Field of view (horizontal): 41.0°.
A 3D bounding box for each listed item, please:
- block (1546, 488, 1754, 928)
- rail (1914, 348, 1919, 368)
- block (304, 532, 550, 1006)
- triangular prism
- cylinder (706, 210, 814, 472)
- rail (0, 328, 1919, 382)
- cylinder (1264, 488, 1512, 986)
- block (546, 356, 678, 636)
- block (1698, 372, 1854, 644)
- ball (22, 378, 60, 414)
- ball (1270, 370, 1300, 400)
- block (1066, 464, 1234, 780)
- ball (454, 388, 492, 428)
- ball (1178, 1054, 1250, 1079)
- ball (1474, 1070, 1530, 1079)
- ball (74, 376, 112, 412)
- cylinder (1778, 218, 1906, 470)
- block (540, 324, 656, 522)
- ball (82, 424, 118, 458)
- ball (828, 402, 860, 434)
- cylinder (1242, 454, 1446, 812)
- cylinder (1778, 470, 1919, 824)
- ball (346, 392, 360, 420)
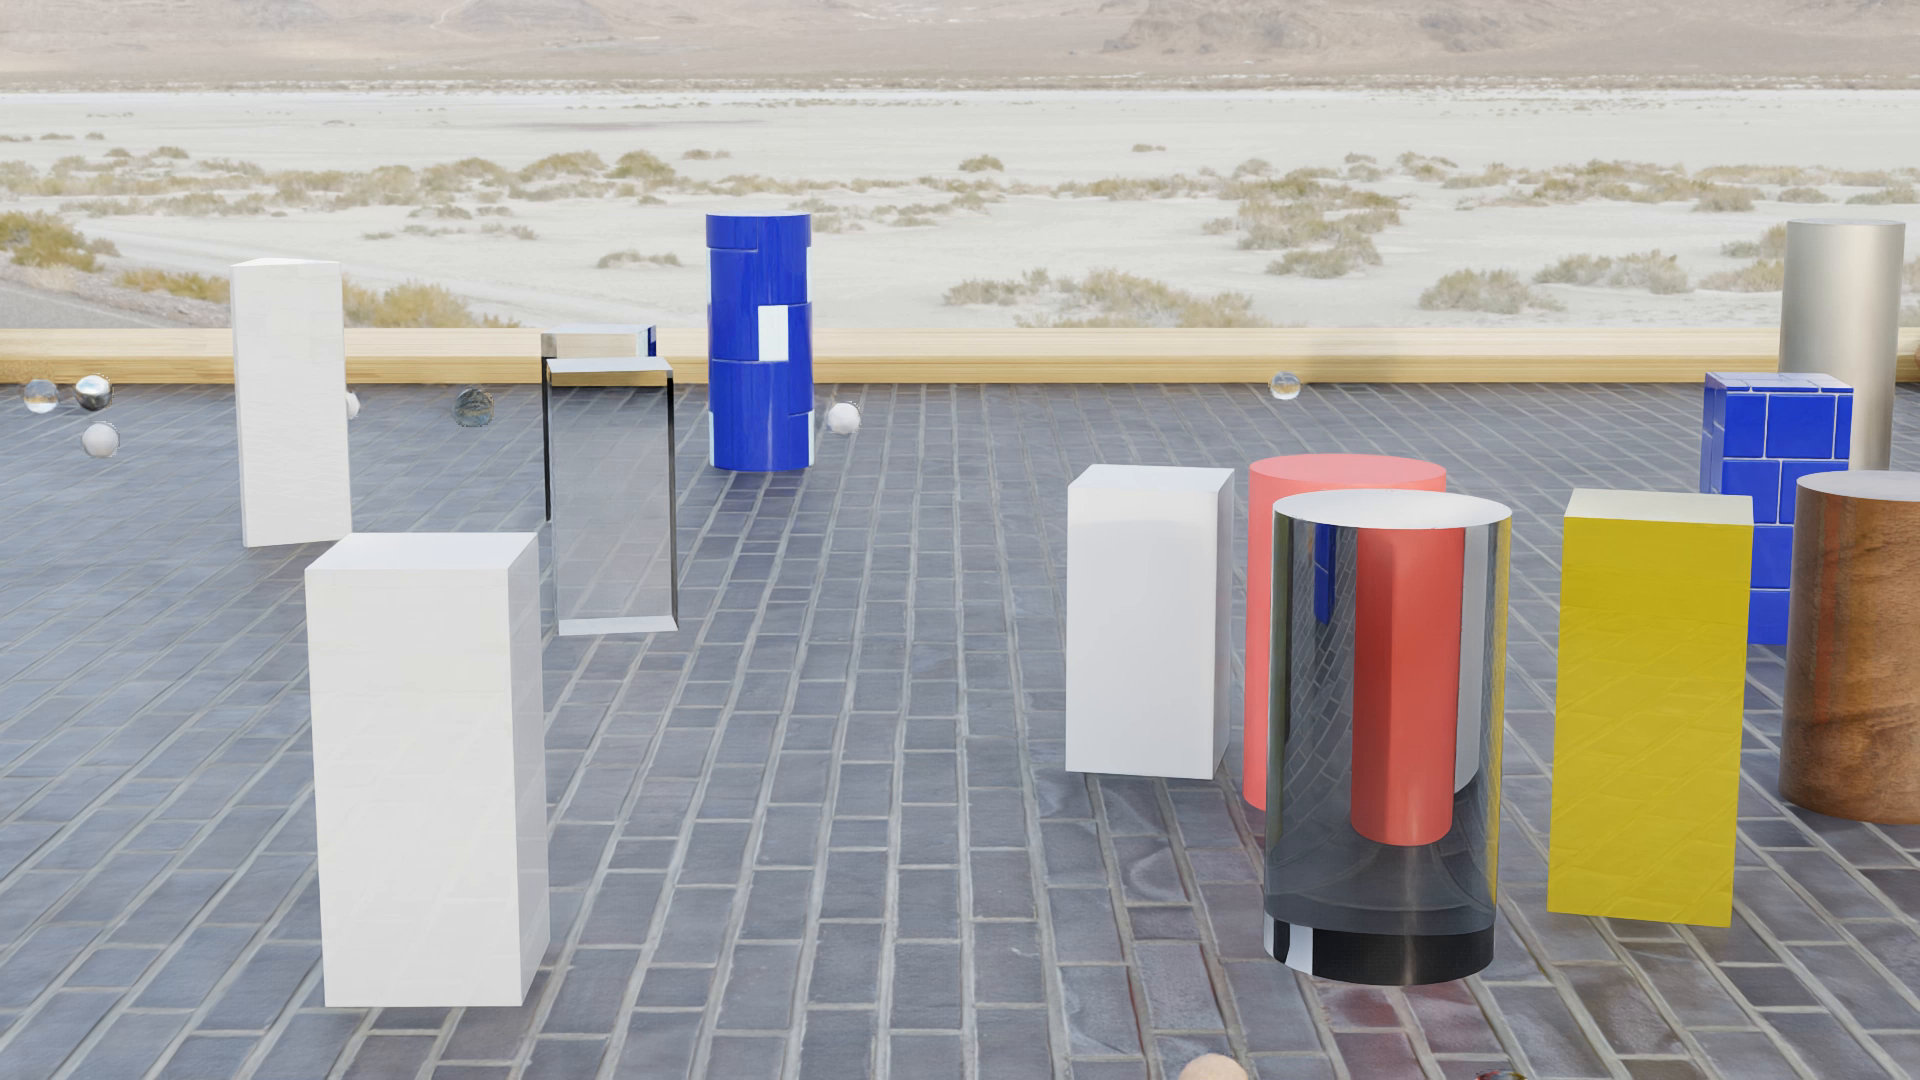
[{"bbox_3d":[0.605,0.142,2.250,0.153,0.349,0.153,3,11,16],"label":"block"},{"bbox_3d":[2.221,0.030,3.462,0.045,0.124,4.999,0,11,0],"label":"rail"},{"bbox_3d":[-0.420,0.179,2.050,0.153,0.349,0.153,0,11,-1],"label":"block"},{"bbox_3d":[-1.049,-0.218,3.970,0.166,0.427,0.144,-5,12,-27],"label":"triangular prism"},{"bbox_3d":[-0.365,-0.366,4.684,0.192,0.458,0.192,0,11,0],"label":"cylinder"},{"bbox_3d":[-0.014,-0.421,5.883,4.490,0.124,0.045,0,11,0],"label":"rail"},{"bbox_3d":[0.349,0.157,2.111,0.192,0.371,0.192,0,11,0],"label":"cylinder"},{"bbox_3d":[-0.456,-0.061,3.363,0.153,0.341,0.153,-2,11,-11],"label":"block"},{"bbox_3d":[1.042,-0.043,3.299,0.153,0.328,0.153,1,11,6],"label":"block"},{"bbox_3d":[-1.932,-0.303,5.395,0.073,0.073,0.073,0,11,0],"label":"ball"},{"bbox_3d":[0.710,-0.337,5.598,0.066,0.066,0.066,0,11,0],"label":"ball"},{"bbox_3d":[0.201,0.082,2.704,0.153,0.300,0.153,2,11,12],"label":"block"},{"bbox_3d":[-0.984,-0.267,5.189,0.077,0.077,0.077,0,11,0],"label":"ball"},{"bbox_3d":[0.175,0.382,1.772,0.052,0.052,0.052,0,11,0],"label":"ball"},{"bbox_3d":[0.362,0.387,1.710,0.065,0.065,0.065,0,11,0],"label":"ball"},{"bbox_3d":[-1.835,-0.311,5.432,0.075,0.075,0.075,0,11,0],"label":"ball"},{"bbox_3d":[1.499,-0.312,4.383,0.192,0.461,0.192,0,11,0],"label":"cylinder"},{"bbox_3d":[-0.581,-0.191,4.159,0.153,0.305,0.153,1,11,5],"label":"block"},{"bbox_3d":[-1.603,-0.185,4.784,0.064,0.064,0.064,0,11,0],"label":"ball"},{"bbox_3d":[-0.230,-0.240,5.085,0.064,0.064,0.064,0,11,0],"label":"ball"},{"bbox_3d":[0.381,0.094,2.550,0.192,0.334,0.192,0,11,0],"label":"cylinder"},{"bbox_3d":[0.922,0.102,2.549,0.192,0.317,0.192,0,11,0],"label":"cylinder"},{"bbox_3d":[-1.270,-0.277,5.301,0.058,0.058,0.058,0,11,0],"label":"ball"}]
